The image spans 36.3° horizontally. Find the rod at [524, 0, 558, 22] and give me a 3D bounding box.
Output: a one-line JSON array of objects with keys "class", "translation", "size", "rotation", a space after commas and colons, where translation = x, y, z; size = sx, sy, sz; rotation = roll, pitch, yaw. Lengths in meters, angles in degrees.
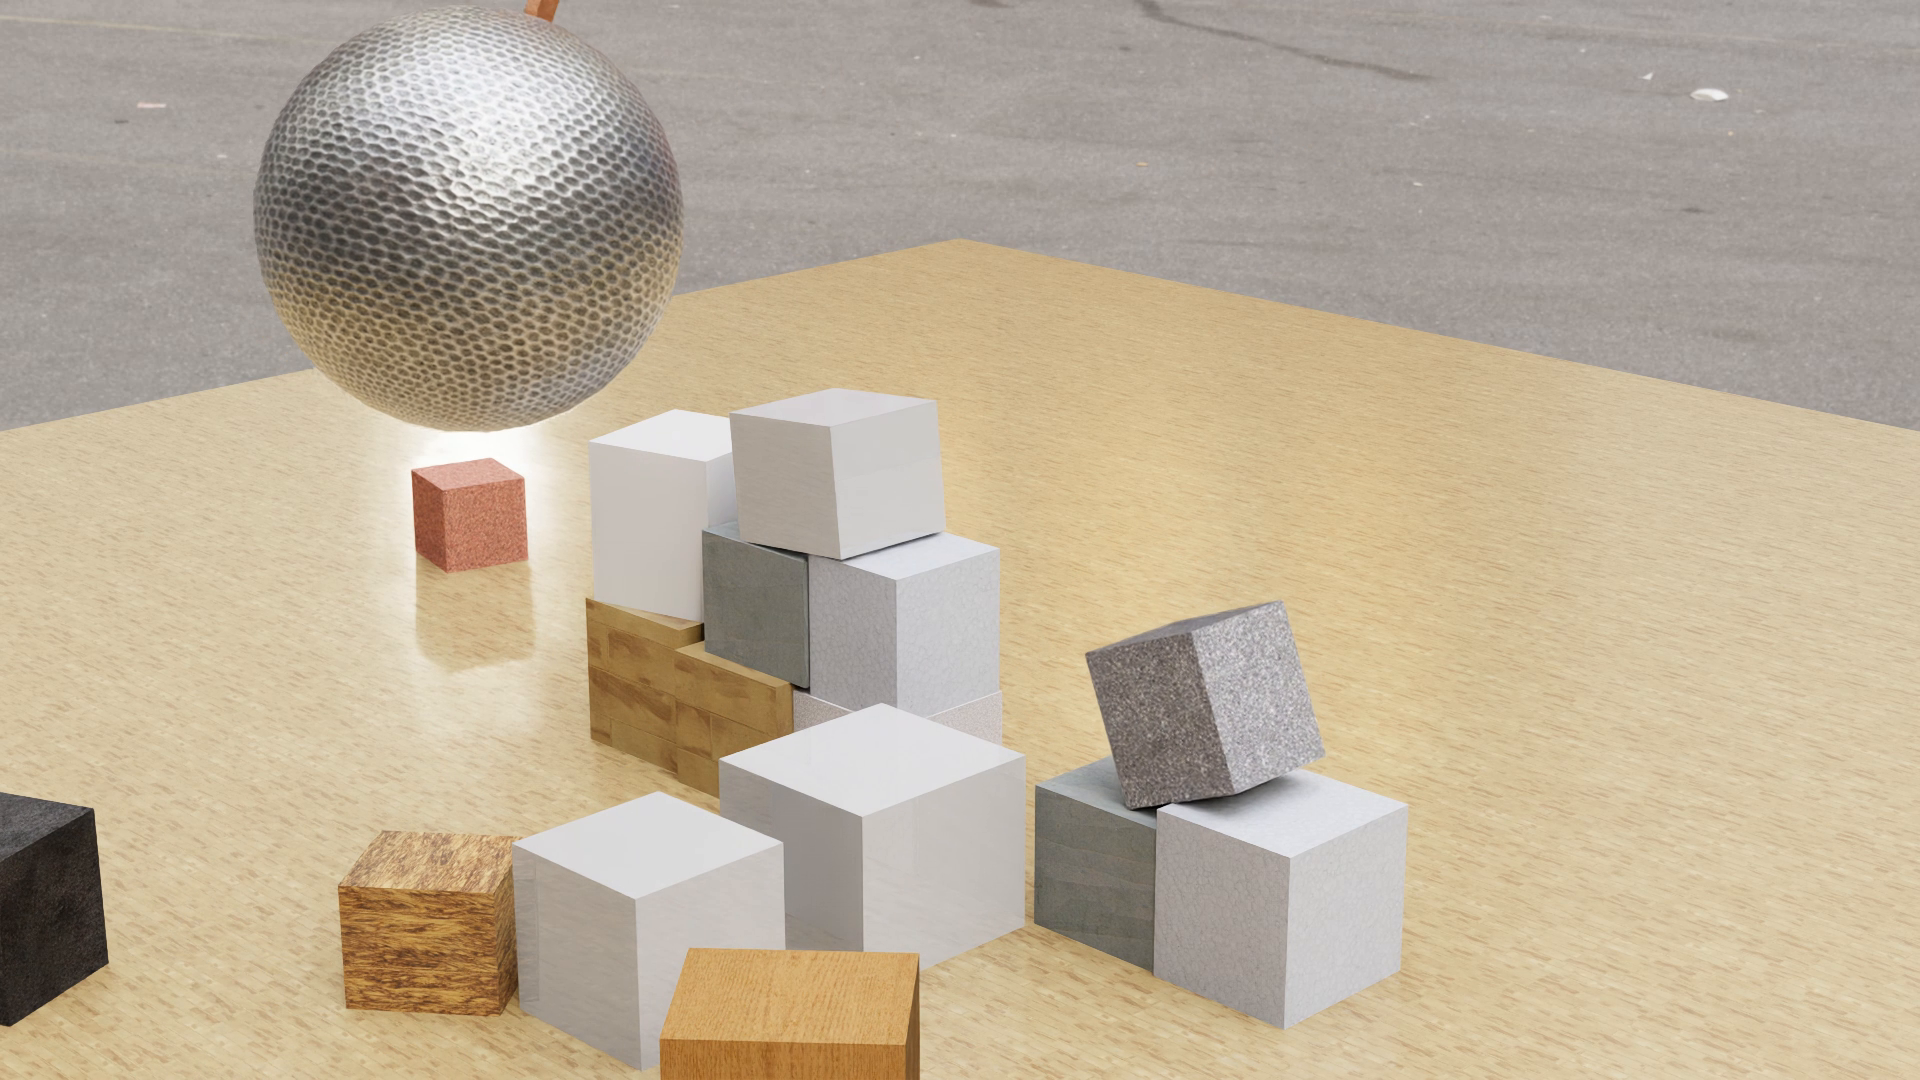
[{"class": "rod", "translation": [-0.797, -4.438, 11.111], "size": [0.080, 5.200, 0.080], "rotation": [17, -2, 42]}]

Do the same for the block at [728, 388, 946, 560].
[{"class": "block", "translation": [-0.577, -0.325, 13.838], "size": [0.664, 0.622, 0.728], "rotation": [-16, 18, -41]}]

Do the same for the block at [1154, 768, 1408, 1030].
[{"class": "block", "translation": [1.350, 1.479, 12.365], "size": [0.784, 0.763, 0.710], "rotation": [-17, 24, -42]}]

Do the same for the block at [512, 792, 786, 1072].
[{"class": "block", "translation": [-1.272, 1.588, 12.047], "size": [0.786, 0.746, 0.778], "rotation": [16, 24, 42]}]

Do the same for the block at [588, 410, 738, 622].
[{"class": "block", "translation": [-1.352, -0.130, 14.806], "size": [0.721, 0.834, 0.722], "rotation": [10, 20, 30]}]

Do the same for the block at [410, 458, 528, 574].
[{"class": "block", "translation": [-3.005, -0.157, 17.969], "size": [0.528, 0.524, 0.529], "rotation": [-10, 20, -29]}]

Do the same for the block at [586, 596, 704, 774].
[{"class": "block", "translation": [-1.395, 0.659, 14.966], "size": [0.729, 0.768, 0.695], "rotation": [16, 24, 42]}]

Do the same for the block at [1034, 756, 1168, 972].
[{"class": "block", "translation": [0.859, 1.370, 12.885], "size": [0.796, 0.659, 0.710], "rotation": [-17, 24, -42]}]

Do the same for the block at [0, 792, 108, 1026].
[{"class": "block", "translation": [-4.143, 1.517, 12.322], "size": [0.806, 0.717, 0.644], "rotation": [7, 19, 21]}]

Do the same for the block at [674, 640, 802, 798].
[{"class": "block", "translation": [-0.837, 0.857, 14.464], "size": [0.746, 0.692, 0.842], "rotation": [17, 24, 42]}]

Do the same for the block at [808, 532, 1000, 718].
[{"class": "block", "translation": [-0.260, 0.386, 13.756], "size": [0.592, 0.711, 0.669], "rotation": [17, 24, 42]}]

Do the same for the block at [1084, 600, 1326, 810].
[{"class": "block", "translation": [1.040, 0.698, 12.447], "size": [0.596, 0.691, 0.638], "rotation": [-17, 2, -42]}]

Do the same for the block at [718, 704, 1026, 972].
[{"class": "block", "translation": [-0.378, 1.323, 12.787], "size": [0.971, 0.808, 0.906], "rotation": [-17, 24, -42]}]

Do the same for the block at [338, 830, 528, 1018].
[{"class": "block", "translation": [-2.188, 1.604, 12.313], "size": [0.652, 0.557, 0.579], "rotation": [2, 18, 6]}]

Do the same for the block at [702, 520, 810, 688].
[{"class": "block", "translation": [-0.737, 0.249, 14.204], "size": [0.726, 0.622, 0.707], "rotation": [17, 24, 42]}]

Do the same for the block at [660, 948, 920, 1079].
[{"class": "block", "translation": [-0.591, 2.015, 10.529], "size": [0.848, 0.842, 0.725], "rotation": [1, 17, 3]}]

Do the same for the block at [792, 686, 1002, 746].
[{"class": "block", "translation": [-0.295, 1.026, 13.993], "size": [0.710, 0.652, 0.695], "rotation": [17, 24, 42]}]

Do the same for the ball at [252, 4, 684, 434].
[{"class": "ball", "translation": [-1.839, -1.203, 11.036], "size": [1.600, 1.600, 1.600], "rotation": [0, 17, 0]}]
